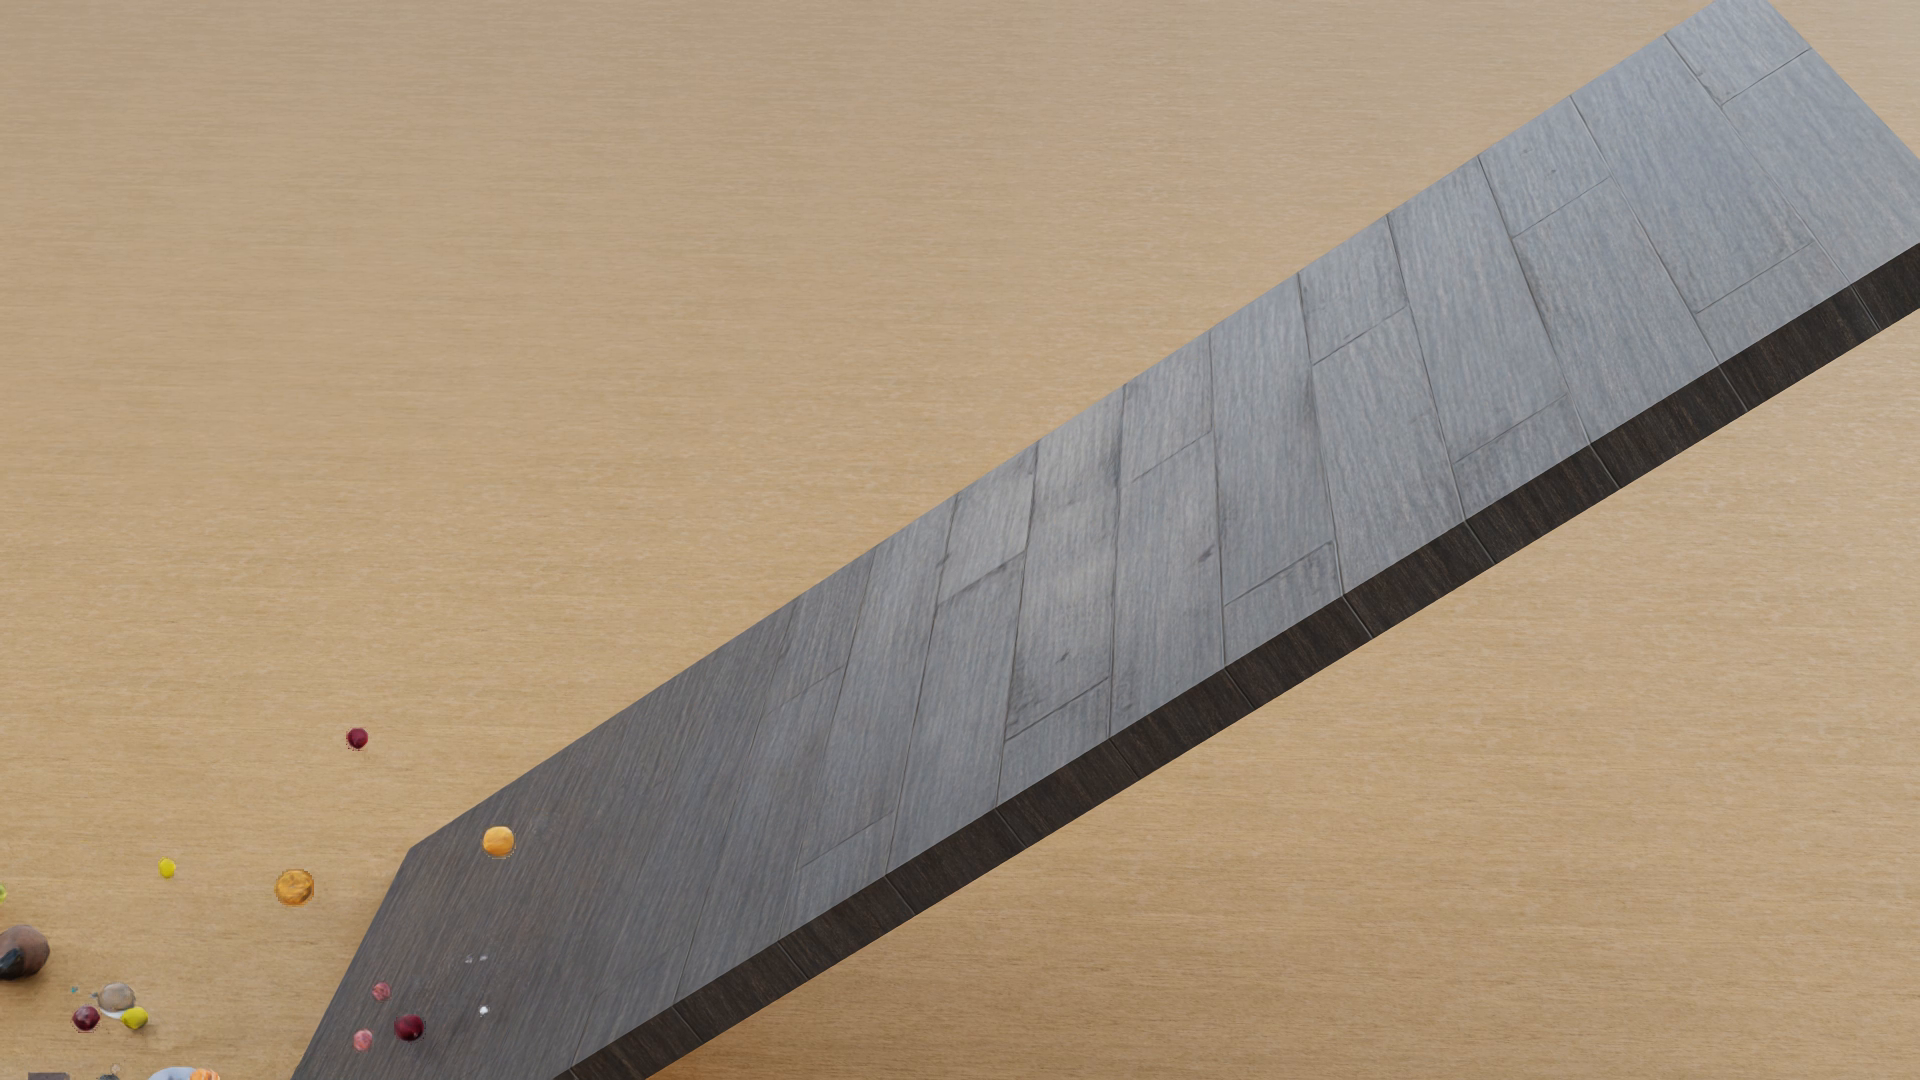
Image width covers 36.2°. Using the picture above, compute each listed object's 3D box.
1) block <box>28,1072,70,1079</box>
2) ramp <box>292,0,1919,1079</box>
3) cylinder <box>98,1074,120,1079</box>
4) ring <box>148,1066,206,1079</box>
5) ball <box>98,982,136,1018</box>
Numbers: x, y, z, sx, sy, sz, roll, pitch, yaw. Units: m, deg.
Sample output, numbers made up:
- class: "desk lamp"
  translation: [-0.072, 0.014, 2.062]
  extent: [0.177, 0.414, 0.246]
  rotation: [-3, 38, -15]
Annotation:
- class: "block"
  translation: [-2.060, 1.247, 6.647]
  extent: [0.080, 0.080, 0.080]
  rotation: [1, -14, -8]
- class: "ramp"
  translation: [0.134, 0.175, 6.309]
  extent: [4.000, 0.100, 2.000]
  rotation: [-33, 16, 15]
- class: "cylinder"
  translation: [-1.953, 1.264, 6.753]
  extent: [0.055, 0.055, 0.055]
  rotation: [-9, 30, -21]
- class: "ring"
  translation: [-1.808, 1.263, 6.773]
  extent: [0.146, 0.049, 0.146]
  rotation: [0, 23, 0]
- class: "ball"
  translation: [-2.037, 1.112, 7.104]
  extent: [0.086, 0.086, 0.086]
  rotation: [0, 22, 0]
